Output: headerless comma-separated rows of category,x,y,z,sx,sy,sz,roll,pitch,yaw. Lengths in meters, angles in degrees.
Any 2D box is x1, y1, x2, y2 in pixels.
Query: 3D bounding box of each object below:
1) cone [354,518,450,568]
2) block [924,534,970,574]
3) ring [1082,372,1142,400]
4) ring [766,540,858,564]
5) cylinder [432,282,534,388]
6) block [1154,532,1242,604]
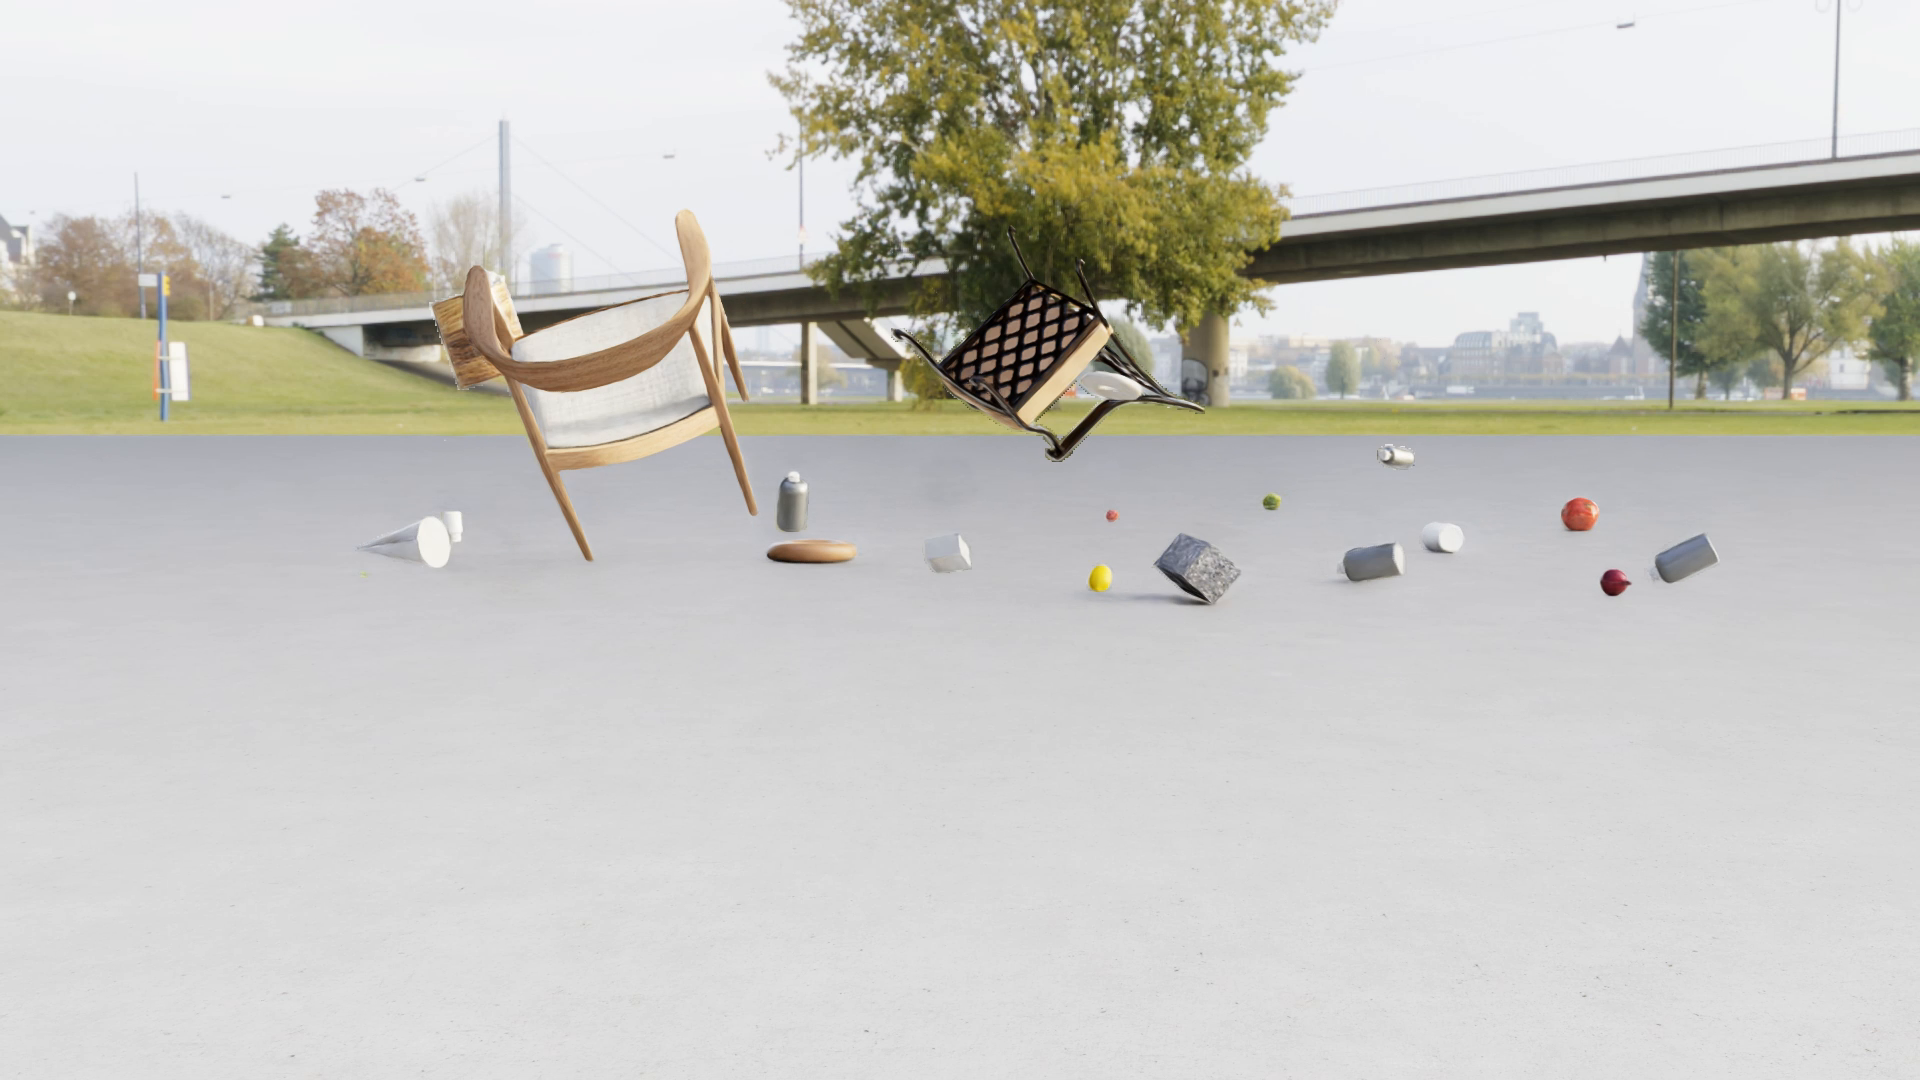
cone,-1.328,0.014,5.162,0.212,0.117,0.143,-4,-15,17
block,-0.030,0.033,5.315,0.085,0.051,0.107,-11,-21,11
ring,0.519,-0.527,7.522,0.211,0.046,0.230,10,-10,18
ring,-0.388,0.029,5.756,0.242,0.051,0.222,0,5,4
cylinder,-1.392,-0.600,6.417,0.228,0.253,0.203,-25,13,-37
block,0.505,0.060,4.692,0.091,0.091,0.239,41,-2,-11
